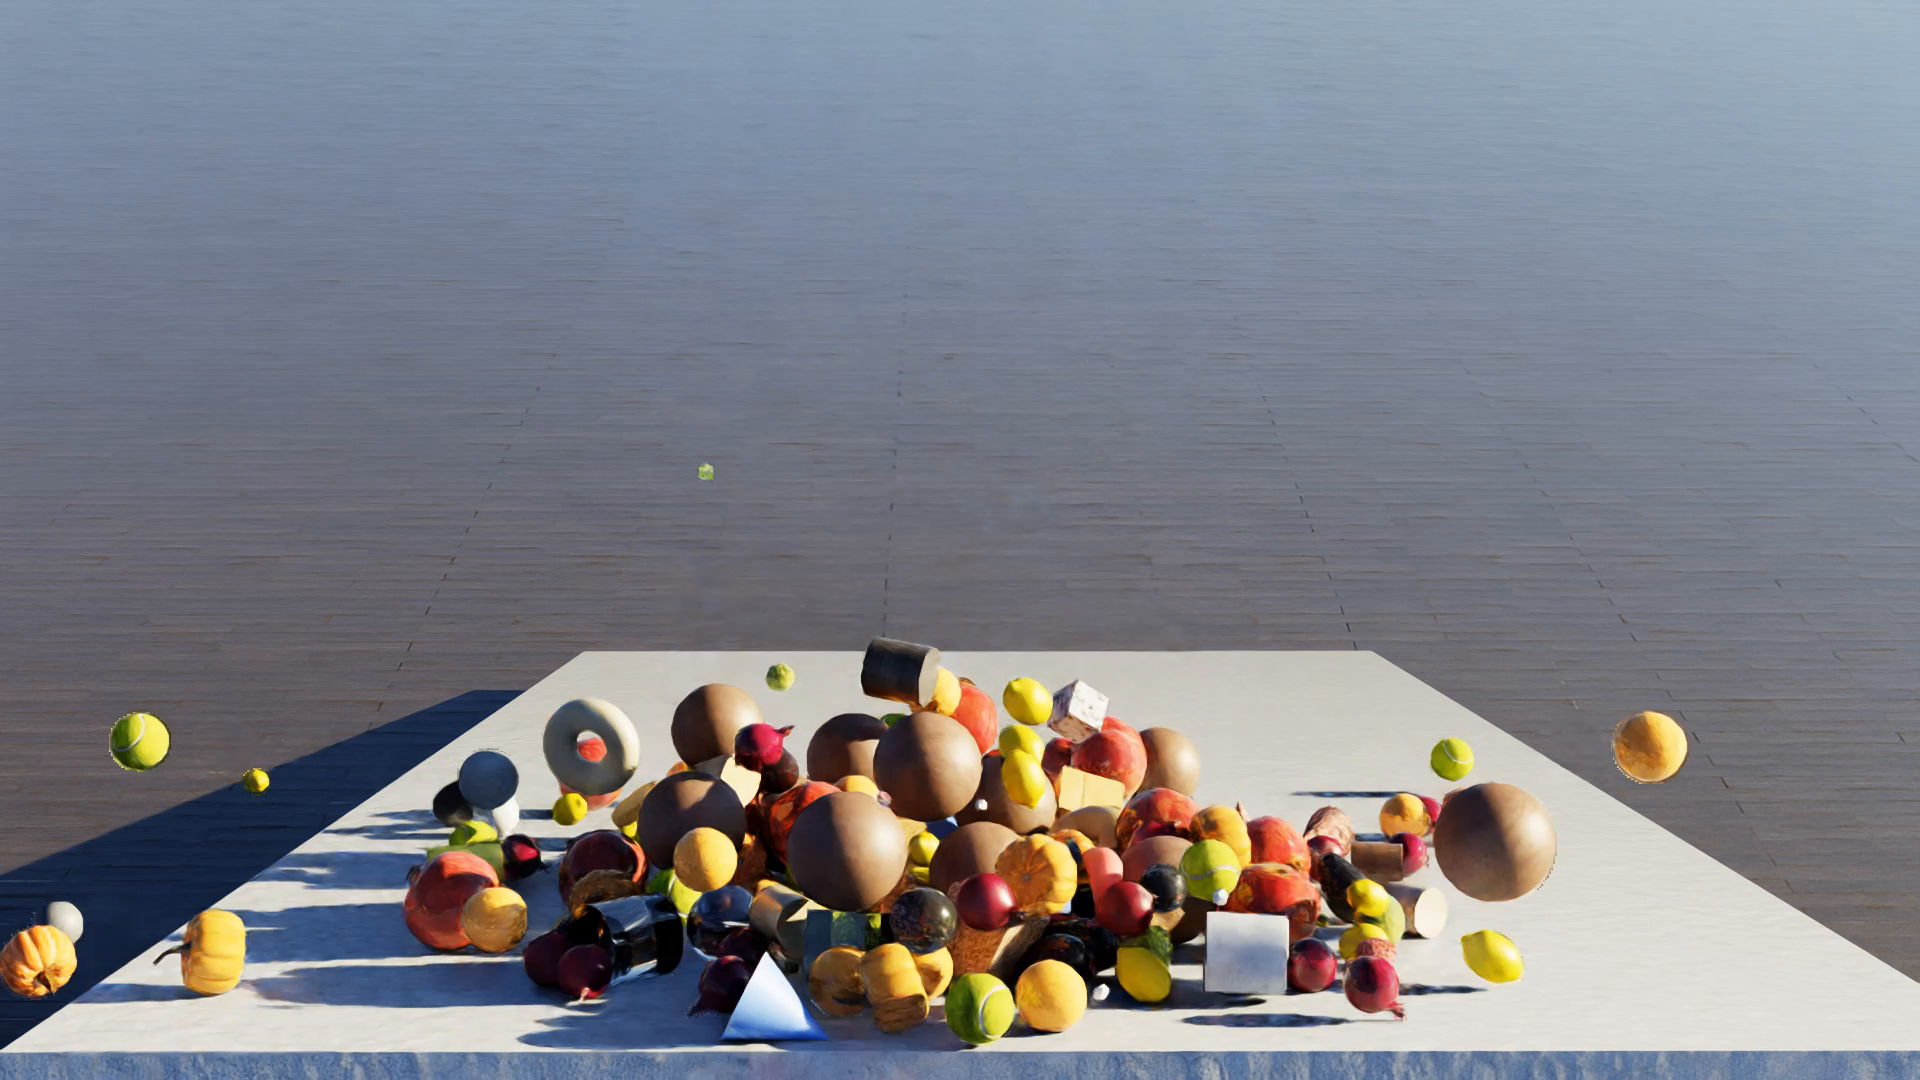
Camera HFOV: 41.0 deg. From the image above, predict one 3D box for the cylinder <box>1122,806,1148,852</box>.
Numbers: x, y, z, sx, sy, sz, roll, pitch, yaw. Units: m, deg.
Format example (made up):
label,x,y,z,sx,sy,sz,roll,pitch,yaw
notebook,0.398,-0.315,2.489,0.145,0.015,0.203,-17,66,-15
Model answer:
label,x,y,z,sx,sy,sz,roll,pitch,yaw
cylinder,0.226,0.408,3.587,0.053,0.053,0.053,-15,55,-33

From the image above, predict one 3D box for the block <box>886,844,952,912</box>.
label,x,y,z,sx,sy,sz,roll,pitch,yaw
block,-0.050,0.428,3.243,0.073,0.073,0.073,0,3,9

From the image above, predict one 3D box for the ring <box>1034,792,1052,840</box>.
label,x,y,z,sx,sy,sz,roll,pitch,yaw
ring,0.157,0.393,3.528,0.115,0.115,0.038,-9,-20,-21

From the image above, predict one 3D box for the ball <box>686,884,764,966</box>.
label,x,y,z,sx,sy,sz,roll,pitch,yaw
ball,-0.264,0.437,2.915,0.092,0.092,0.092,0,21,0

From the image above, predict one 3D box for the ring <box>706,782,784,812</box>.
label,x,y,z,sx,sy,sz,roll,pitch,yaw
ring,-0.332,0.396,3.972,0.121,0.040,0.121,5,-14,1

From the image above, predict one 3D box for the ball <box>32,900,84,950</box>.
label,x,y,z,sx,sy,sz,roll,pitch,yaw
ball,-1.086,0.464,3.096,0.058,0.058,0.058,0,21,0

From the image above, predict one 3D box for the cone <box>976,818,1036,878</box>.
label,x,y,z,sx,sy,sz,roll,pitch,yaw
cone,0.049,0.427,3.401,0.088,0.088,0.088,7,23,17

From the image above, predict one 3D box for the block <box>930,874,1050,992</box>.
label,x,y,z,sx,sy,sz,roll,pitch,yaw
block,0.028,0.429,2.814,0.085,0.085,0.085,36,21,29

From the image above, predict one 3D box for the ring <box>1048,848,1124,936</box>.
label,x,y,z,sx,sy,sz,roll,pitch,yaw
ring,0.145,0.408,2.978,0.038,0.114,0.114,36,12,-19

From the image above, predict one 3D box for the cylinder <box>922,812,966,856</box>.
label,x,y,z,sx,sy,sz,roll,pitch,yaw
cylinder,-0.027,0.393,3.439,0.060,0.060,0.060,-6,-4,-14

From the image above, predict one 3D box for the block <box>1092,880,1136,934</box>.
label,x,y,z,sx,sy,sz,roll,pitch,yaw
block,0.191,0.441,3.096,0.056,0.056,0.056,1,-1,-15

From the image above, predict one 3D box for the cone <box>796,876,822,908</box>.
label,x,y,z,sx,sy,sz,roll,pitch,yaw
cone,-0.191,0.441,3.167,0.056,0.056,0.056,0,3,0

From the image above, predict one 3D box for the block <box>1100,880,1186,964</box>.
label,x,y,z,sx,sy,sz,roll,pitch,yaw
block,0.206,0.429,2.911,0.062,0.062,0.062,-38,75,-22

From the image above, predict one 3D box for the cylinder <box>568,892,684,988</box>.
label,x,y,z,sx,sy,sz,roll,pitch,yaw
cylinder,-0.368,0.440,2.831,0.091,0.091,0.091,-5,19,-41

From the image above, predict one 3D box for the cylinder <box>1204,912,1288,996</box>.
label,x,y,z,sx,sy,sz,roll,pitch,yaw
cylinder,0.304,0.440,2.739,0.085,0.085,0.085,2,21,4

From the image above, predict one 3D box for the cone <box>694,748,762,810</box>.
label,x,y,z,sx,sy,sz,roll,pitch,yaw
cone,-0.299,0.285,3.158,0.078,0.078,0.078,11,24,34

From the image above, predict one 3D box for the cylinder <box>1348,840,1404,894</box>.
label,x,y,z,sx,sy,sz,roll,pitch,yaw
cylinder,0.538,0.424,3.324,0.067,0.067,0.067,3,21,9

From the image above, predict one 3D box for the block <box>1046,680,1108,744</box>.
label,x,y,z,sx,sy,sz,roll,pitch,yaw
block,0.161,0.237,3.535,0.055,0.055,0.055,32,52,-19

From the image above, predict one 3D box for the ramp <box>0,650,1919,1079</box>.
label,x,y,z,sx,sy,sz,roll,pitch,yaw
ramp,0.049,0.443,4.532,2.000,0.100,4.000,0,3,0

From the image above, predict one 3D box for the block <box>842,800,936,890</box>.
label,x,y,z,sx,sy,sz,roll,pitch,yaw
block,-0.094,0.401,3.370,0.080,0.080,0.080,-1,42,-30

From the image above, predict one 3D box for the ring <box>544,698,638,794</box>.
label,x,y,z,sx,sy,sz,roll,pitch,yaw
ring,-0.493,0.277,3.437,0.136,0.136,0.045,5,16,13

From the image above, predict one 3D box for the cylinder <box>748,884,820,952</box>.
label,x,y,z,sx,sy,sz,roll,pitch,yaw
cylinder,-0.192,0.417,2.838,0.060,0.060,0.060,-14,16,-32

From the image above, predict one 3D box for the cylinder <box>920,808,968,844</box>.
label,x,y,z,sx,sy,sz,roll,pitch,yaw
cylinder,-0.025,0.395,3.520,0.055,0.055,0.055,1,18,-27

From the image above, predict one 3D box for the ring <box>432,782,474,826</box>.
label,x,y,z,sx,sy,sz,roll,pitch,yaw
ring,-0.728,0.389,3.841,0.122,0.122,0.041,-9,63,-23

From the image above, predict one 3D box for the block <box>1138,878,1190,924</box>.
label,x,y,z,sx,sy,sz,roll,pitch,yaw
block,0.250,0.441,3.150,0.050,0.050,0.050,2,-1,-14

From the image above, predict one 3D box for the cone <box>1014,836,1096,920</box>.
label,x,y,z,sx,sy,sz,roll,pitch,yaw
cone,0.091,0.389,2.862,0.095,0.095,0.095,-14,23,-8

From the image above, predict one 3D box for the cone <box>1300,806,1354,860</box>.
label,x,y,z,sx,sy,sz,roll,pitch,yaw
cone,0.489,0.410,3.539,0.076,0.076,0.076,18,15,39

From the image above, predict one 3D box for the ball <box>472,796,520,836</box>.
label,x,y,z,sx,sy,sz,roll,pitch,yaw
ball,-0.681,0.401,3.770,0.068,0.068,0.068,0,21,0

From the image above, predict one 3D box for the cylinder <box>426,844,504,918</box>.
label,x,y,z,sx,sy,sz,roll,pitch,yaw
cylinder,-0.616,0.423,3.199,0.087,0.087,0.087,-1,20,-17

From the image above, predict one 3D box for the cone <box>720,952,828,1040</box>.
label,x,y,z,sx,sy,sz,roll,pitch,yaw
cone,-0.174,0.479,2.577,0.098,0.098,0.098,28,24,2

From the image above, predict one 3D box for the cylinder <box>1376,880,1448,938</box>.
label,x,y,z,sx,sy,sz,roll,pitch,yaw
cylinder,0.542,0.442,3.080,0.059,0.059,0.059,-17,13,-37

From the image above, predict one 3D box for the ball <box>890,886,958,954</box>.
label,x,y,z,sx,sy,sz,roll,pitch,yaw
ball,-0.038,0.400,2.701,0.072,0.072,0.072,0,21,0

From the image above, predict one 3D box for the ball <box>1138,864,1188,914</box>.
label,x,y,z,sx,sy,sz,roll,pitch,yaw
ball,0.226,0.389,2.868,0.055,0.055,0.055,0,21,0

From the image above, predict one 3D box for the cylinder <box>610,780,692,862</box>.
label,x,y,z,sx,sy,sz,roll,pitch,yaw
cylinder,-0.419,0.382,3.488,0.078,0.078,0.078,-36,12,9

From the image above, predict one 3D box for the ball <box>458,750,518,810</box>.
label,x,y,z,sx,sy,sz,roll,pitch,yaw
ball,-0.638,0.324,3.474,0.080,0.080,0.080,0,21,0

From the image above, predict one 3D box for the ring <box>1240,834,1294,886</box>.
label,x,y,z,sx,sy,sz,roll,pitch,yaw
ring,0.401,0.417,3.352,0.081,0.027,0.081,32,23,-15

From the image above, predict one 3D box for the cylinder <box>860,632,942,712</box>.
label,x,y,z,sx,sy,sz,roll,pitch,yaw
cylinder,-0.073,0.162,3.173,0.075,0.075,0.075,23,28,19

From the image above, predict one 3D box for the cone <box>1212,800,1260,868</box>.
label,x,y,z,sx,sy,sz,roll,pitch,yaw
cone,0.386,0.401,3.529,0.087,0.087,0.087,-5,1,0

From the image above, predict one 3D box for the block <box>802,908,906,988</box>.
label,x,y,z,sx,sy,sz,roll,pitch,yaw
block,-0.113,0.442,2.781,0.079,0.079,0.079,-1,-9,34

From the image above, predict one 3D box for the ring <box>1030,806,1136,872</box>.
label,x,y,z,sx,sy,sz,roll,pitch,yaw
ring,0.158,0.400,3.286,0.148,0.049,0.148,-25,30,16

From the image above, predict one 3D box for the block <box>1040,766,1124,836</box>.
label,x,y,z,sx,sy,sz,roll,pitch,yaw
block,0.163,0.373,3.440,0.087,0.087,0.087,17,34,-5
